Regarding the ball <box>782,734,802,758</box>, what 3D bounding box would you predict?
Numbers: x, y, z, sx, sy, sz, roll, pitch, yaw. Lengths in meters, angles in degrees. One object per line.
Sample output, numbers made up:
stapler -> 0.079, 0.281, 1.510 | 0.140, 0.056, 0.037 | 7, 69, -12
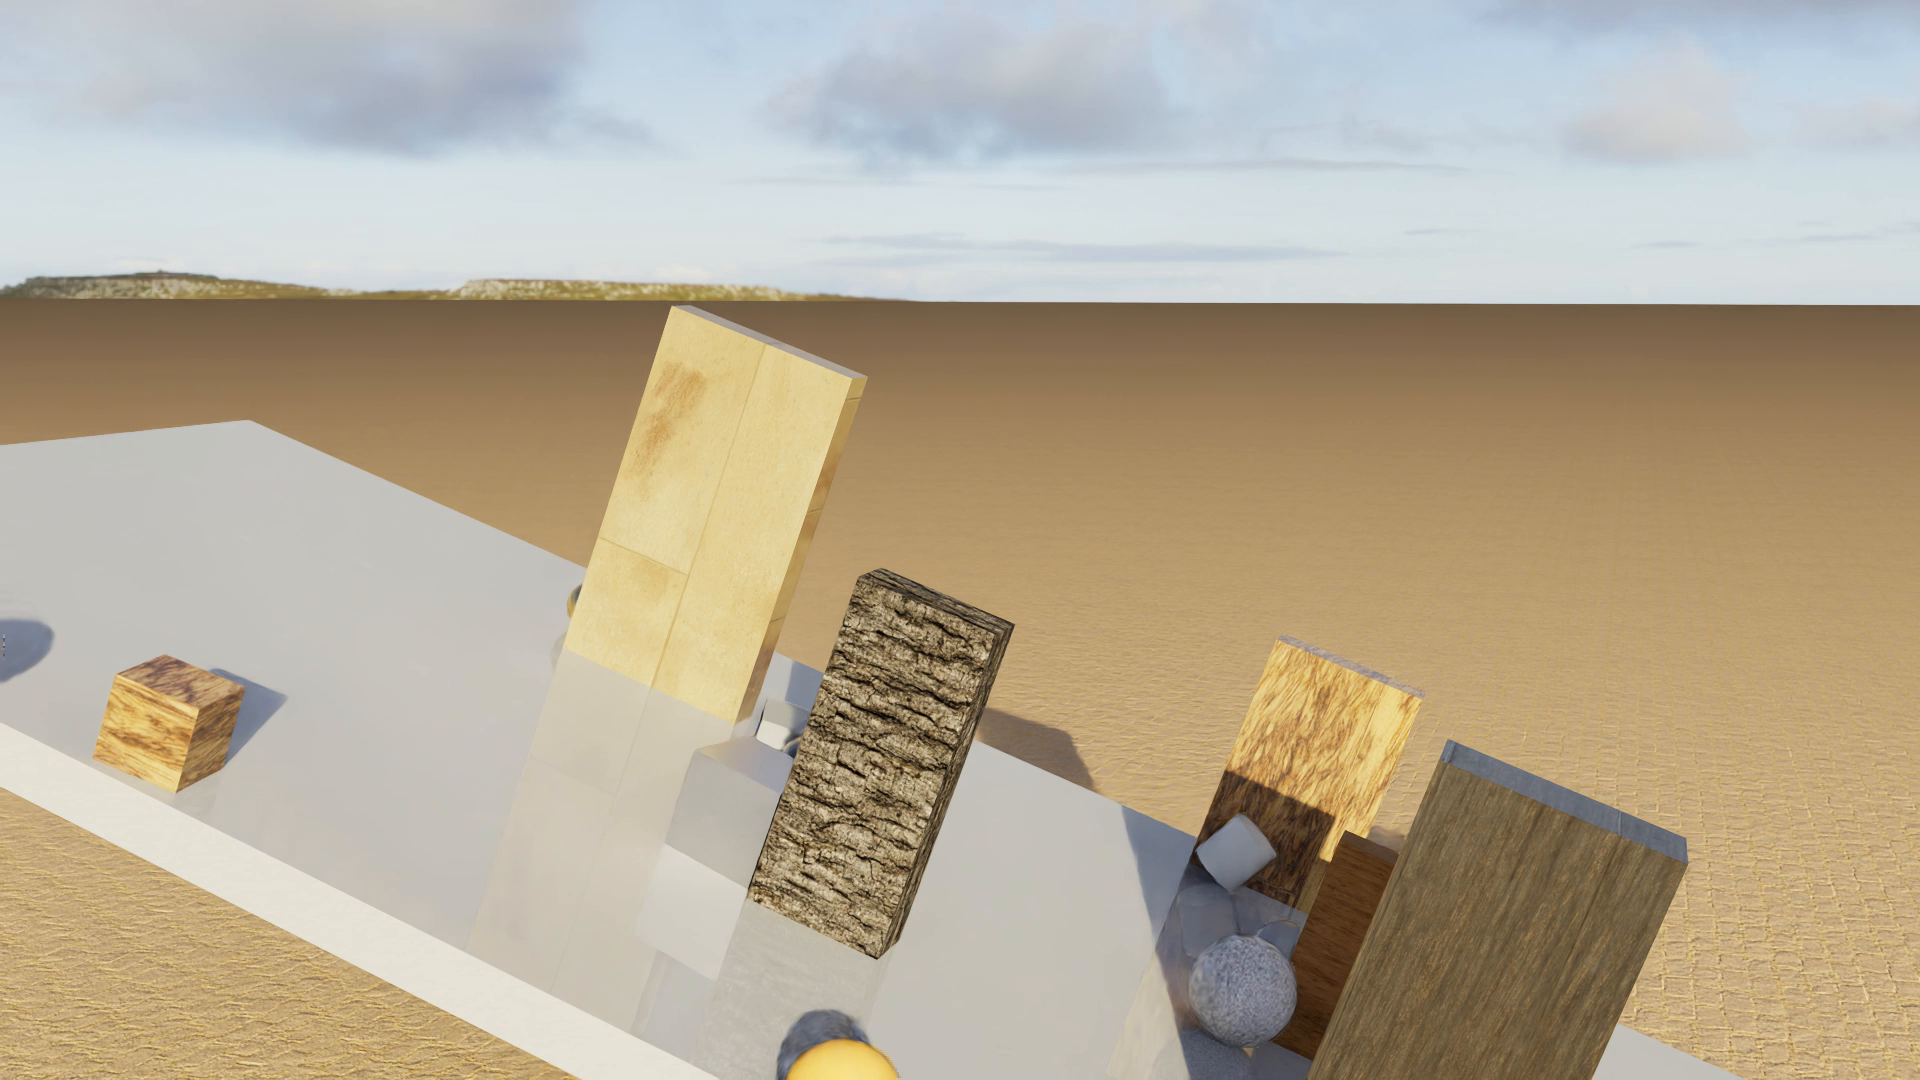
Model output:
ball -> -0.264, 0.462, 4.230 | 0.194, 0.194, 0.194 | 0, 7, 0

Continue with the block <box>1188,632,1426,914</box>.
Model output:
block -> 0.751, 0.516, 4.771 | 0.331, 0.535, 0.089 | 23, 13, 13

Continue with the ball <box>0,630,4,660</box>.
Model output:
ball -> -1.611, 0.170, 3.523 | 0.145, 0.145, 0.145 | 0, 7, 0

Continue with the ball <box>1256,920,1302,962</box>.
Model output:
ball -> 0.632, 0.806, 4.302 | 0.122, 0.122, 0.122 | 0, 7, 0

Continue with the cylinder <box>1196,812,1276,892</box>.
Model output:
cylinder -> 0.592, 0.672, 4.721 | 0.122, 0.122, 0.122 | -42, 0, 11

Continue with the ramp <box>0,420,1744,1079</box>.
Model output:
ramp -> -0.331, 0.603, 4.209 | 4.000, 0.100, 2.000 | 23, 13, 13

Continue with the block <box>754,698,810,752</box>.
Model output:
block -> -0.344, 0.424, 4.393 | 0.143, 0.143, 0.143 | 19, 12, -5

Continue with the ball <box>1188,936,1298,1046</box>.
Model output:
ball -> 0.505, 0.806, 3.934 | 0.195, 0.195, 0.195 | 0, 7, 0

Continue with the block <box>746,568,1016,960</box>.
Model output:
block -> -0.139, 0.383, 3.786 | 0.257, 0.611, 0.121 | 23, 13, 13

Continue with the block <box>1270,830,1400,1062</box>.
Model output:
block -> 0.813, 0.797, 3.967 | 0.421, 0.401, 0.084 | 23, 13, 13

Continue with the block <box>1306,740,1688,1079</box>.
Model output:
block -> 0.712, 0.730, 3.157 | 0.354, 0.800, 0.146 | 23, 13, 13

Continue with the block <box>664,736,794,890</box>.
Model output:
block -> -0.381, 0.487, 3.961 | 0.186, 0.186, 0.186 | 25, 13, 22

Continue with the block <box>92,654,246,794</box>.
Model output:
block -> -1.265, 0.292, 3.522 | 0.148, 0.148, 0.148 | 21, 12, 6

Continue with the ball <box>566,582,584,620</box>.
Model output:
ball -> -0.816, 0.150, 4.901 | 0.120, 0.120, 0.120 | 0, 7, 0

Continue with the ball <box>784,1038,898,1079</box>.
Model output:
ball -> -0.166, 0.786, 3.085 | 0.170, 0.170, 0.170 | 0, 7, 0

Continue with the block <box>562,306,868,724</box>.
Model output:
block -> -0.526, -0.054, 4.673 | 0.425, 0.784, 0.097 | 23, 13, 13
